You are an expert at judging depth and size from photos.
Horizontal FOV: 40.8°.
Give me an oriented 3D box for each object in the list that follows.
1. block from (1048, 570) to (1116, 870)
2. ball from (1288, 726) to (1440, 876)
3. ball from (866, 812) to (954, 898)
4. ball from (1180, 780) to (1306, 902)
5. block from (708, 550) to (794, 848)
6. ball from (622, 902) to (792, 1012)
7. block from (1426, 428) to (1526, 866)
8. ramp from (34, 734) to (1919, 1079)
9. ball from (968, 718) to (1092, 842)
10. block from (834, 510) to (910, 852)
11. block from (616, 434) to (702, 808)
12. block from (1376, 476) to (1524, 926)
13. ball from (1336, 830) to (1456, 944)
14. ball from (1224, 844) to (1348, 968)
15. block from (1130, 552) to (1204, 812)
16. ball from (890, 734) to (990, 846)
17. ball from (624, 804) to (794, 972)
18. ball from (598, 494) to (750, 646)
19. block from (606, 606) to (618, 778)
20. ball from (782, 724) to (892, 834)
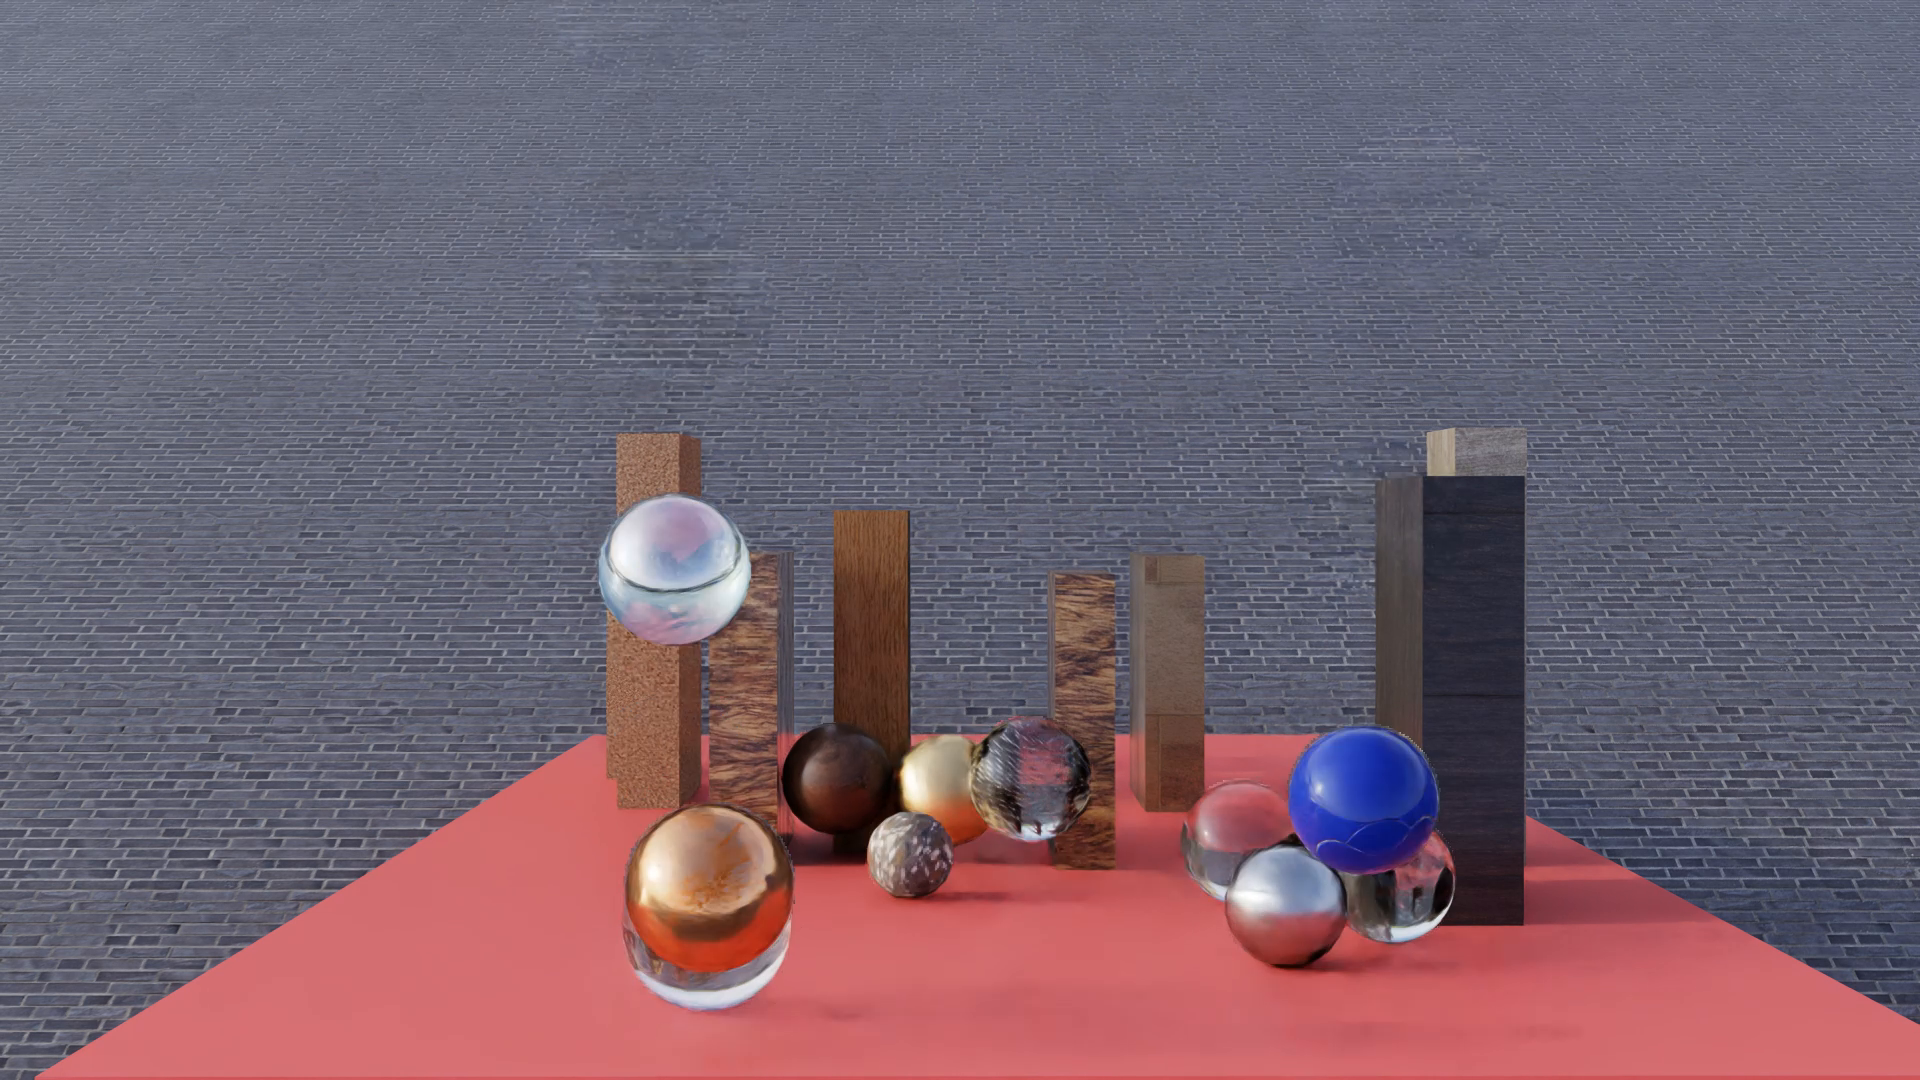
[{"bbox_3d":[0.199,0.288,4.283,0.095,0.471,0.364,0,1,0],"label":"block"},{"bbox_3d":[0.425,0.274,2.726,0.157,0.157,0.157,0,28,0],"label":"ball"},{"bbox_3d":[-0.073,0.465,3.813,0.128,0.128,0.128,0,28,0],"label":"ball"},{"bbox_3d":[0.410,0.439,3.742,0.181,0.181,0.181,0,28,0],"label":"ball"},{"bbox_3d":[-0.348,0.272,4.363,0.110,0.502,0.430,0,1,0],"label":"block"},{"bbox_3d":[-0.290,0.442,2.958,0.194,0.194,0.194,0,28,0],"label":"ball"},{"bbox_3d":[0.851,0.171,4.268,0.115,0.705,0.251,0,1,0],"label":"block"},{"bbox_3d":[0.063,0.570,4.611,2.000,0.100,4.000,0,1,0],"label":"ramp"},{"bbox_3d":[0.109,0.372,4.015,0.193,0.193,0.193,0,28,0],"label":"ball"},{"bbox_3d":[-0.149,0.236,4.446,0.124,0.573,0.254,0,1,0],"label":"block"},{"bbox_3d":[-0.599,0.154,5.177,0.119,0.721,0.427,0,1,0],"label":"block"},{"bbox_3d":[0.706,0.219,3.754,0.140,0.619,0.399,0,1,0],"label":"block"},{"bbox_3d":[0.569,0.447,3.418,0.171,0.171,0.171,0,28,0],"label":"ball"},{"bbox_3d":[0.409,0.458,3.239,0.153,0.153,0.153,0,28,0],"label":"ball"},{"bbox_3d":[0.407,0.271,5.119,0.112,0.486,0.445,0,1,0],"label":"block"},{"bbox_3d":[-0.021,0.407,4.202,0.182,0.182,0.182,0,28,0],"label":"ball"},{"bbox_3d":[-0.263,0.366,2.719,0.177,0.177,0.177,0,28,0],"label":"ball"},{"bbox_3d":[-0.324,0.034,2.933,0.172,0.172,0.172,0,28,0],"label":"ball"},{"bbox_3d":[-0.703,0.293,5.674,0.104,0.431,0.312,0,1,0],"label":"block"},{"bbox_3d":[-0.201,0.392,4.231,0.181,0.181,0.181,0,28,0],"label":"ball"}]
